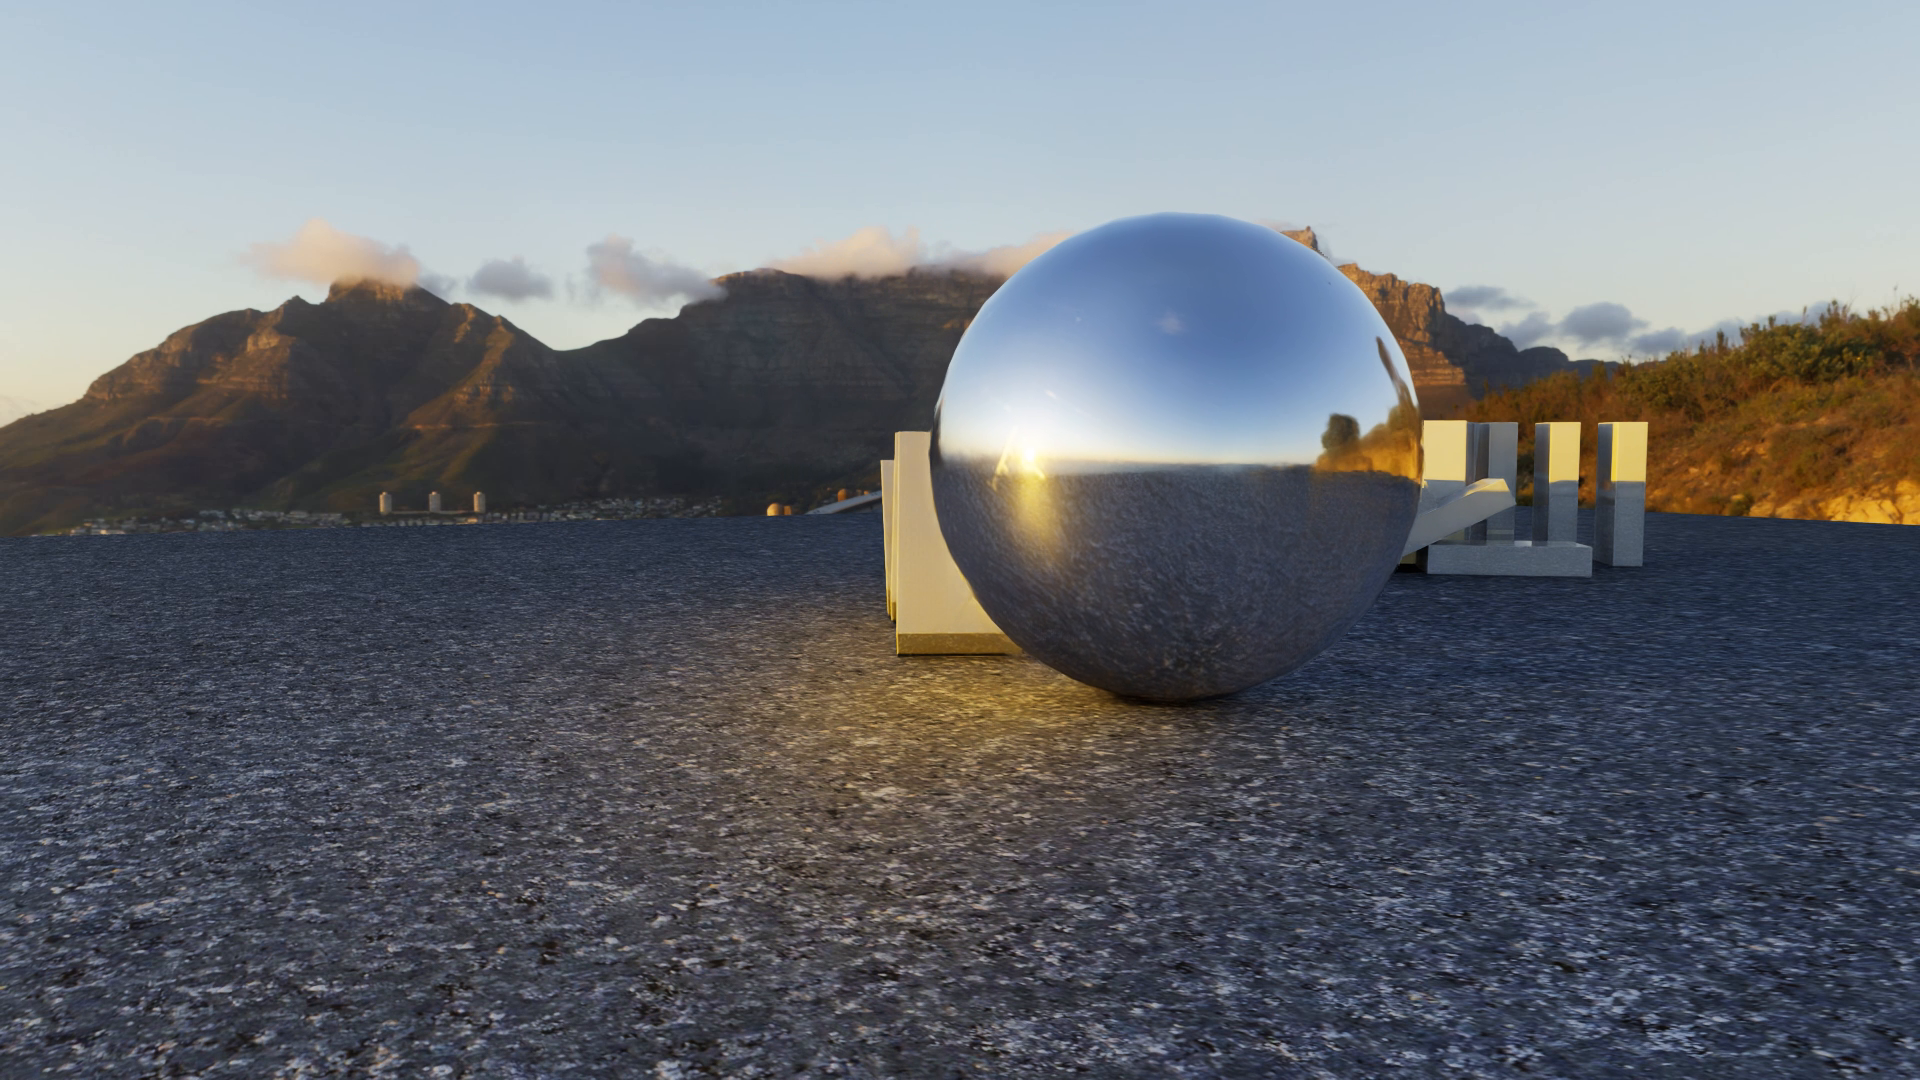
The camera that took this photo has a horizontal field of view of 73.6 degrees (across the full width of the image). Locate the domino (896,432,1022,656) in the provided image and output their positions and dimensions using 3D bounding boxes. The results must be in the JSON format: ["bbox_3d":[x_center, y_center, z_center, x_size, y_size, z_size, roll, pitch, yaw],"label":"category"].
[{"bbox_3d":[0.000,0.000,0.267,0.025,0.050,0.010,0,-34,-2],"label":"domino"}]

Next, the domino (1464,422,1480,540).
[{"bbox_3d":[0.174,-0.018,0.466,0.009,0.050,0.025,3,3,-22],"label":"domino"}]

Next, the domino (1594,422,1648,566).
[{"bbox_3d":[0.235,-0.017,0.457,0.009,0.050,0.025,1,4,12],"label":"domino"}]

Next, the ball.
[{"bbox_3d":[0.035,-0.013,0.213,0.080,0.080,0.080,0,4,0],"label":"ball"}]

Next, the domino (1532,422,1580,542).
[{"bbox_3d":[0.214,-0.017,0.461,0.009,0.050,0.025,1,4,12],"label":"domino"}]

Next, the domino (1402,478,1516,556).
[{"bbox_3d":[0.158,-0.005,0.431,0.050,0.010,0.025,-26,-1,8],"label":"domino"}]

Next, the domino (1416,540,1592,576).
[{"bbox_3d":[0.180,0.006,0.428,0.050,0.010,0.025,1,4,11],"label":"domino"}]

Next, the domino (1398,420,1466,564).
[{"bbox_3d":[0.163,-0.016,0.450,0.025,0.050,0.010,1,1,14],"label":"domino"}]

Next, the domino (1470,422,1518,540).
[{"bbox_3d":[0.193,-0.017,0.465,0.009,0.050,0.025,1,4,8],"label":"domino"}]

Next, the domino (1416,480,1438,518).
[{"bbox_3d":[0.134,-0.005,0.436,0.050,0.009,0.025,-26,2,8],"label":"domino"}]

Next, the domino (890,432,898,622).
[{"bbox_3d":[-0.004,-0.004,0.315,0.025,0.050,0.009,0,-34,-1],"label":"domino"}]

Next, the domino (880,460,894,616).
[{"bbox_3d":[-0.007,-0.002,0.332,0.025,0.009,0.050,-3,42,-3],"label":"domino"}]
